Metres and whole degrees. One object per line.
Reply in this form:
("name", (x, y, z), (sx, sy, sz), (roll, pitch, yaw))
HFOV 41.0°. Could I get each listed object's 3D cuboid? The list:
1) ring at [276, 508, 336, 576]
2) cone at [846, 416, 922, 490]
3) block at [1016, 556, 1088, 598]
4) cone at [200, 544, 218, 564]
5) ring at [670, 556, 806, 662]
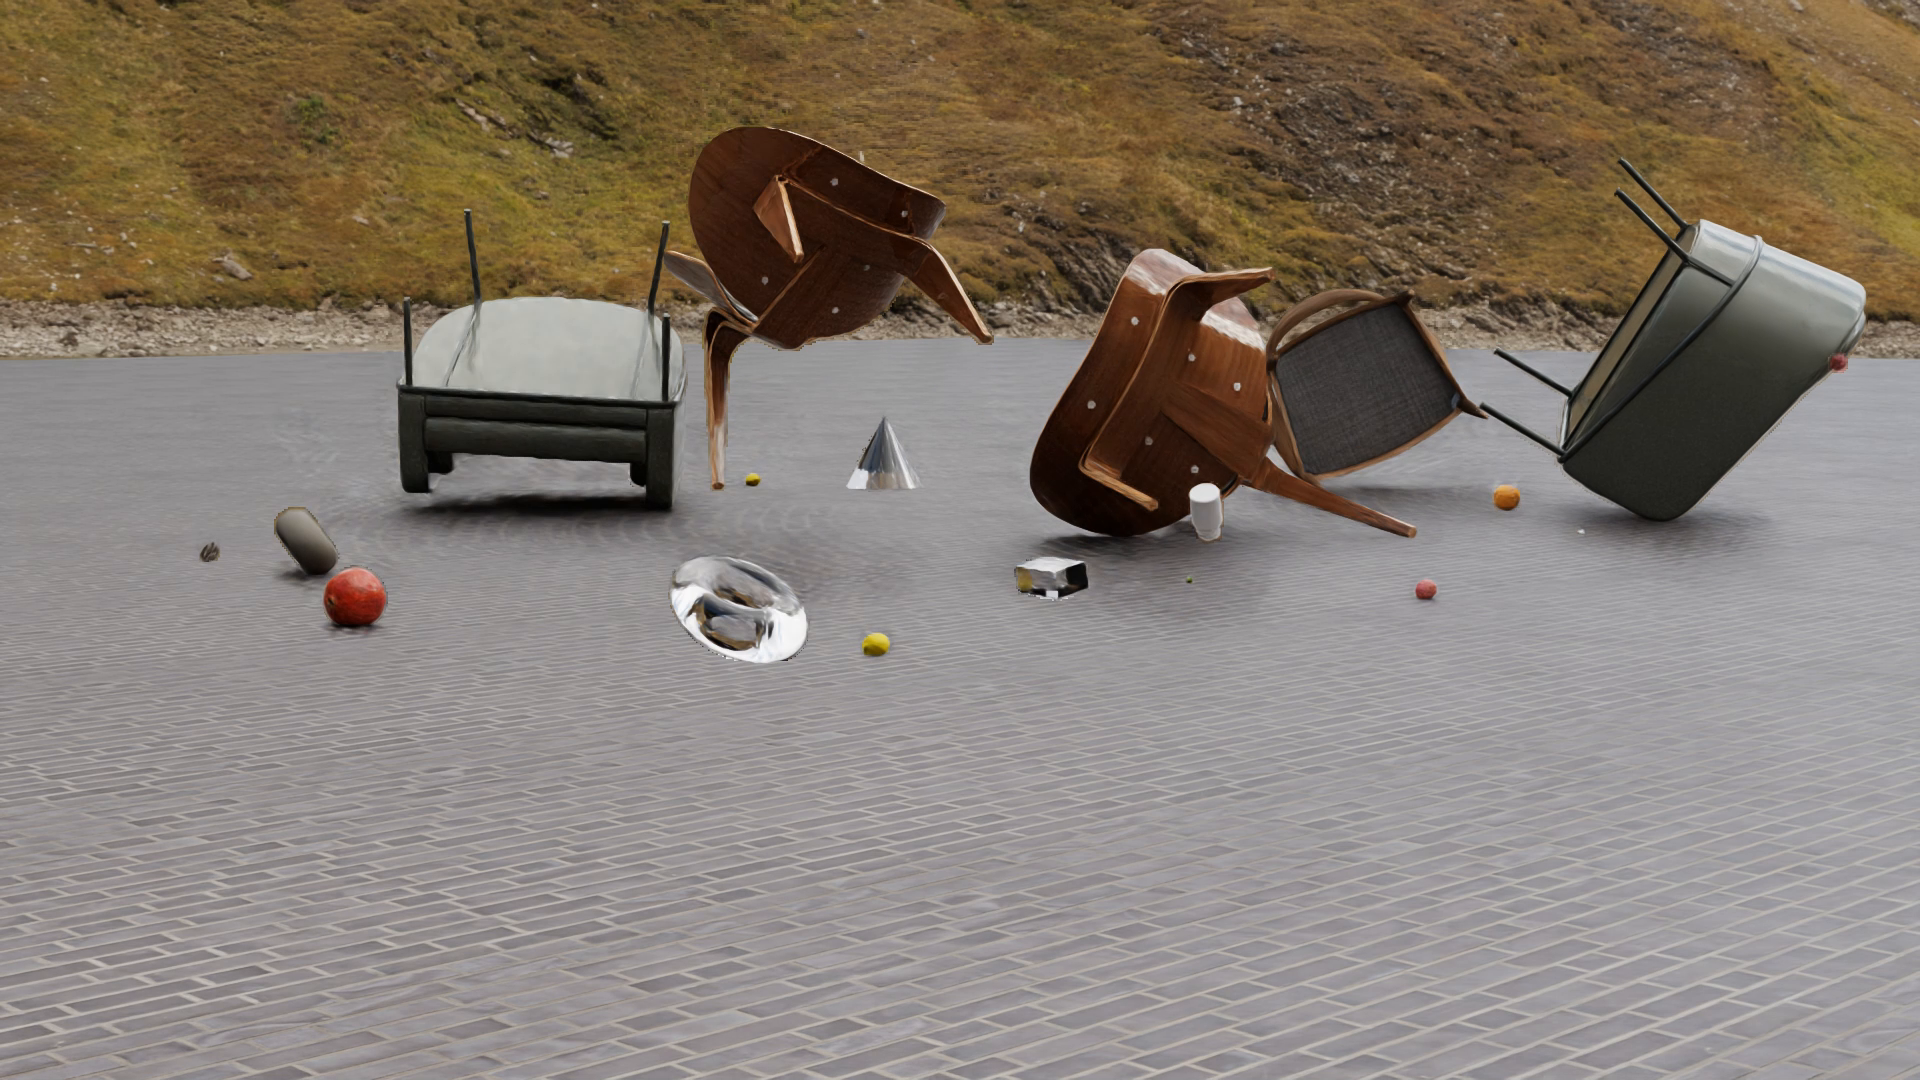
("ring", (-1.450, 0.004, 5.689), (0.077, 0.155, 0.235), (-36, 22, -14))
("cone", (-0.236, -0.279, 8.026), (0.248, 0.223, 0.230), (-3, 7, -28))
("block", (0.187, 0.075, 5.223), (0.081, 0.055, 0.125), (-19, 16, -34))
("cone", (-1.742, 0.039, 5.929), (0.036, 0.050, 0.065), (33, -28, -17))
("ring", (-0.384, 0.118, 4.448), (0.281, 0.097, 0.186), (30, 39, 31))
